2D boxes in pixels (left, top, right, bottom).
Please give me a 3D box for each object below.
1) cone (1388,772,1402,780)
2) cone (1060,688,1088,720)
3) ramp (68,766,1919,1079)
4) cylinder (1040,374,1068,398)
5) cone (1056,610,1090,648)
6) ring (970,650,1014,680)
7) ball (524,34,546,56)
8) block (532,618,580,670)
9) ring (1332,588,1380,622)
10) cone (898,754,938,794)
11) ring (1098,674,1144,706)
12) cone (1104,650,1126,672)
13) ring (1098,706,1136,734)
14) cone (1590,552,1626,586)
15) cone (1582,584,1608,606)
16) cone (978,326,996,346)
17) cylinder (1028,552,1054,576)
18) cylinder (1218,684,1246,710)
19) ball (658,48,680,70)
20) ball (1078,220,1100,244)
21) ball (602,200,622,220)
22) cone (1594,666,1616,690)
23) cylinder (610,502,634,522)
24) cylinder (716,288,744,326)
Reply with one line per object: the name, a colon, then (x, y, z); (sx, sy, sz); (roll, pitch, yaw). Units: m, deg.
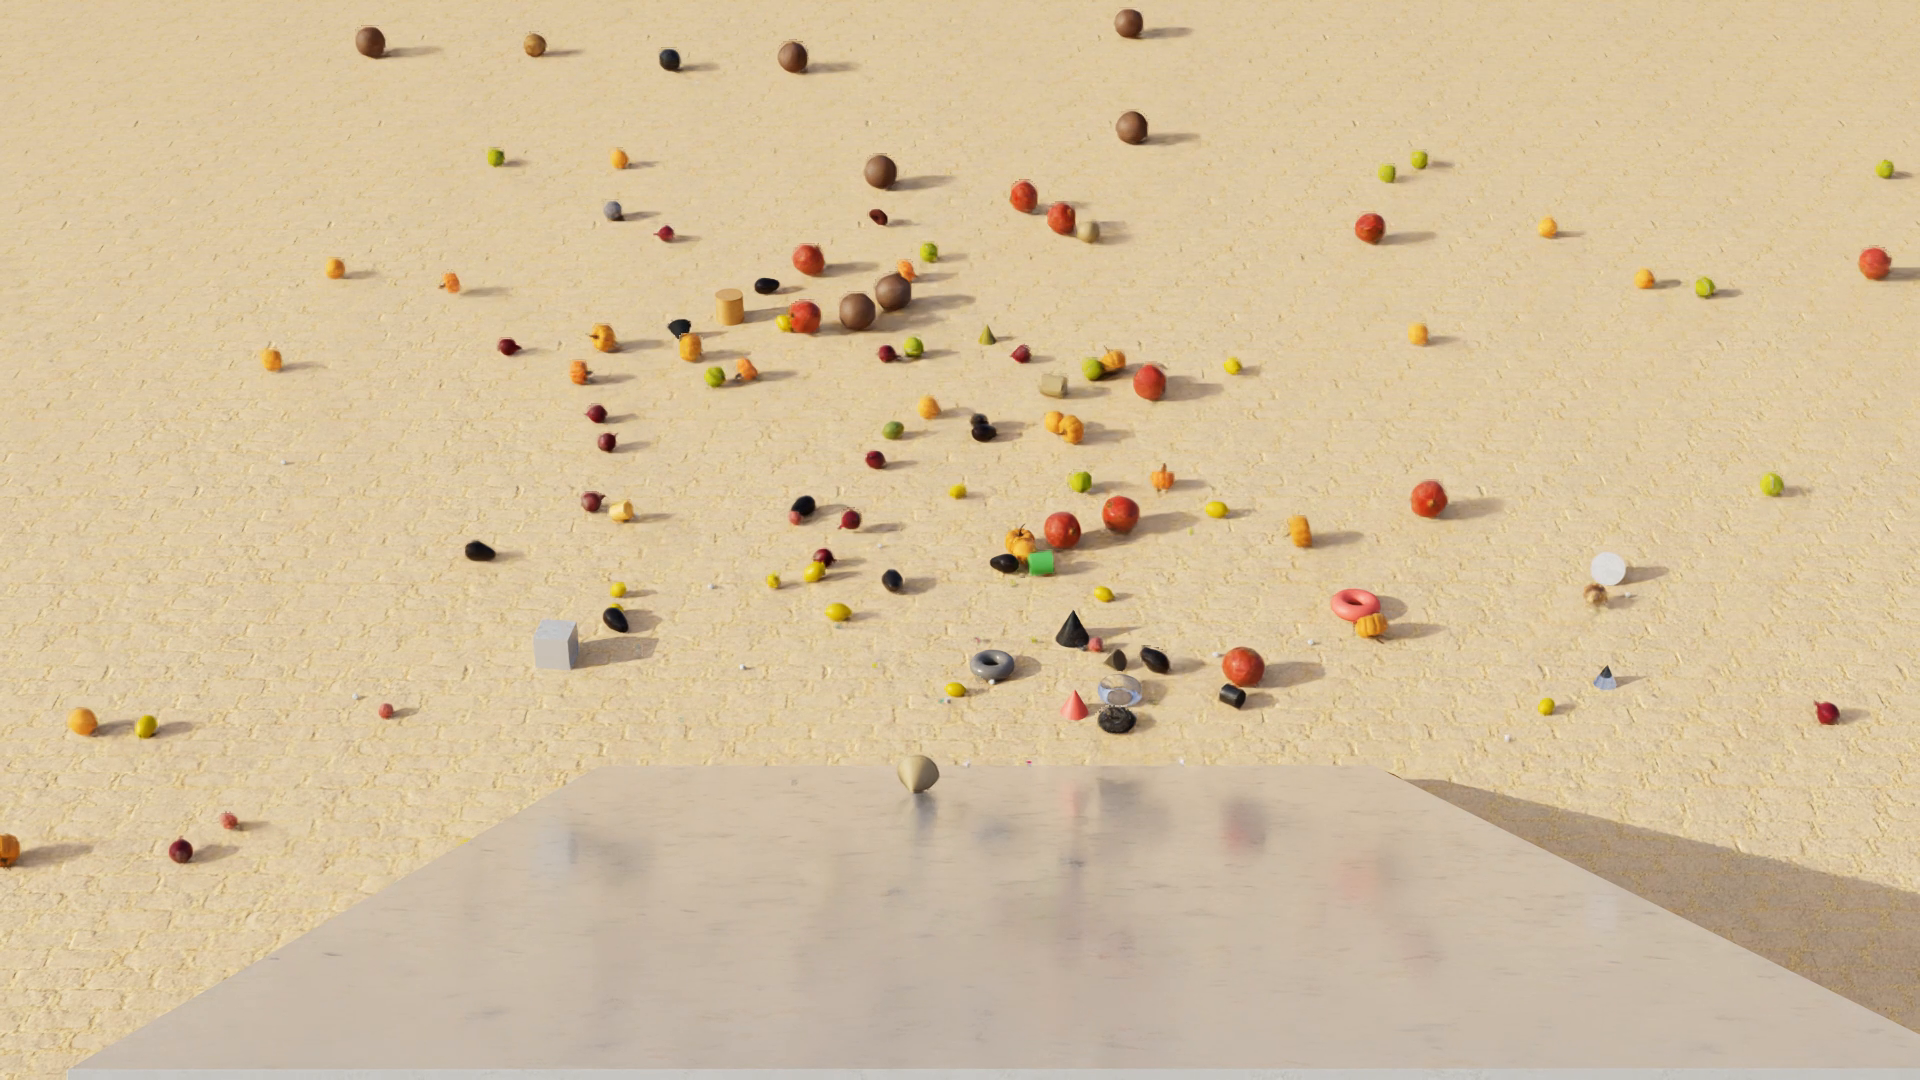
cone: (1.091, 0.663, 6.685); (0.098, 0.098, 0.098); (15, 61, 23)
cone: (0.311, 0.435, 7.028); (0.077, 0.077, 0.077); (0, 31, 0)
ramp: (0.070, 0.617, 4.695); (2.000, 0.100, 4.000); (0, 0, 0)
cylinder: (0.311, -0.511, 8.588); (0.074, 0.074, 0.074); (9, 33, 15)
cone: (0.320, 0.238, 7.333); (0.098, 0.098, 0.098); (0, 31, 0)
ring: (0.090, 0.348, 7.206); (0.126, 0.042, 0.126); (-1, 30, 1)
ball: (-1.848, -2.152, 11.266); (0.098, 0.098, 0.098); (0, 31, 0)
block: (-1.129, 0.292, 7.242); (0.099, 0.099, 0.099); (4, 32, 7)
ring: (1.140, 0.188, 7.464); (0.143, 0.048, 0.143); (0, 30, 0)
cone: (-0.102, 0.555, 5.912); (0.096, 0.096, 0.096); (4, 27, 6)
ring: (0.439, 0.412, 7.101); (0.126, 0.042, 0.126); (1, 32, -1)
cone: (0.422, 0.339, 7.234); (0.061, 0.061, 0.061); (-10, 20, 40)
ring: (0.422, 0.486, 6.986); (0.102, 0.034, 0.102); (0, 32, 0)
cone: (1.912, 0.082, 7.641); (0.100, 0.100, 0.100); (9, 6, 14)
cone: (1.823, 0.168, 7.460); (0.070, 0.070, 0.070); (12, 22, 18)
cone: (0.095, -0.715, 8.934); (0.064, 0.064, 0.064); (0, 31, 0)
cylinder: (0.239, 0.070, 7.642); (0.065, 0.065, 0.065); (-5, 32, -9)
cylinder: (0.743, 0.427, 7.065); (0.053, 0.053, 0.053); (24, 39, 34)
ball: (-1.247, -2.063, 11.121); (0.096, 0.096, 0.096); (0, 31, 0)
ball: (0.478, -1.144, 9.620); (0.084, 0.084, 0.084); (0, 31, 0)
ball: (-1.315, -1.249, 9.804); (0.073, 0.073, 0.073); (0, 31, 0)
cone: (1.784, 0.370, 7.148); (0.065, 0.065, 0.065); (0, 31, 0)
cylinder: (-1.031, -0.086, 7.892); (0.052, 0.052, 0.052); (-14, 23, 28)
cylinder: (-0.806, -0.815, 9.067); (0.098, 0.098, 0.098); (0, 31, 0)
